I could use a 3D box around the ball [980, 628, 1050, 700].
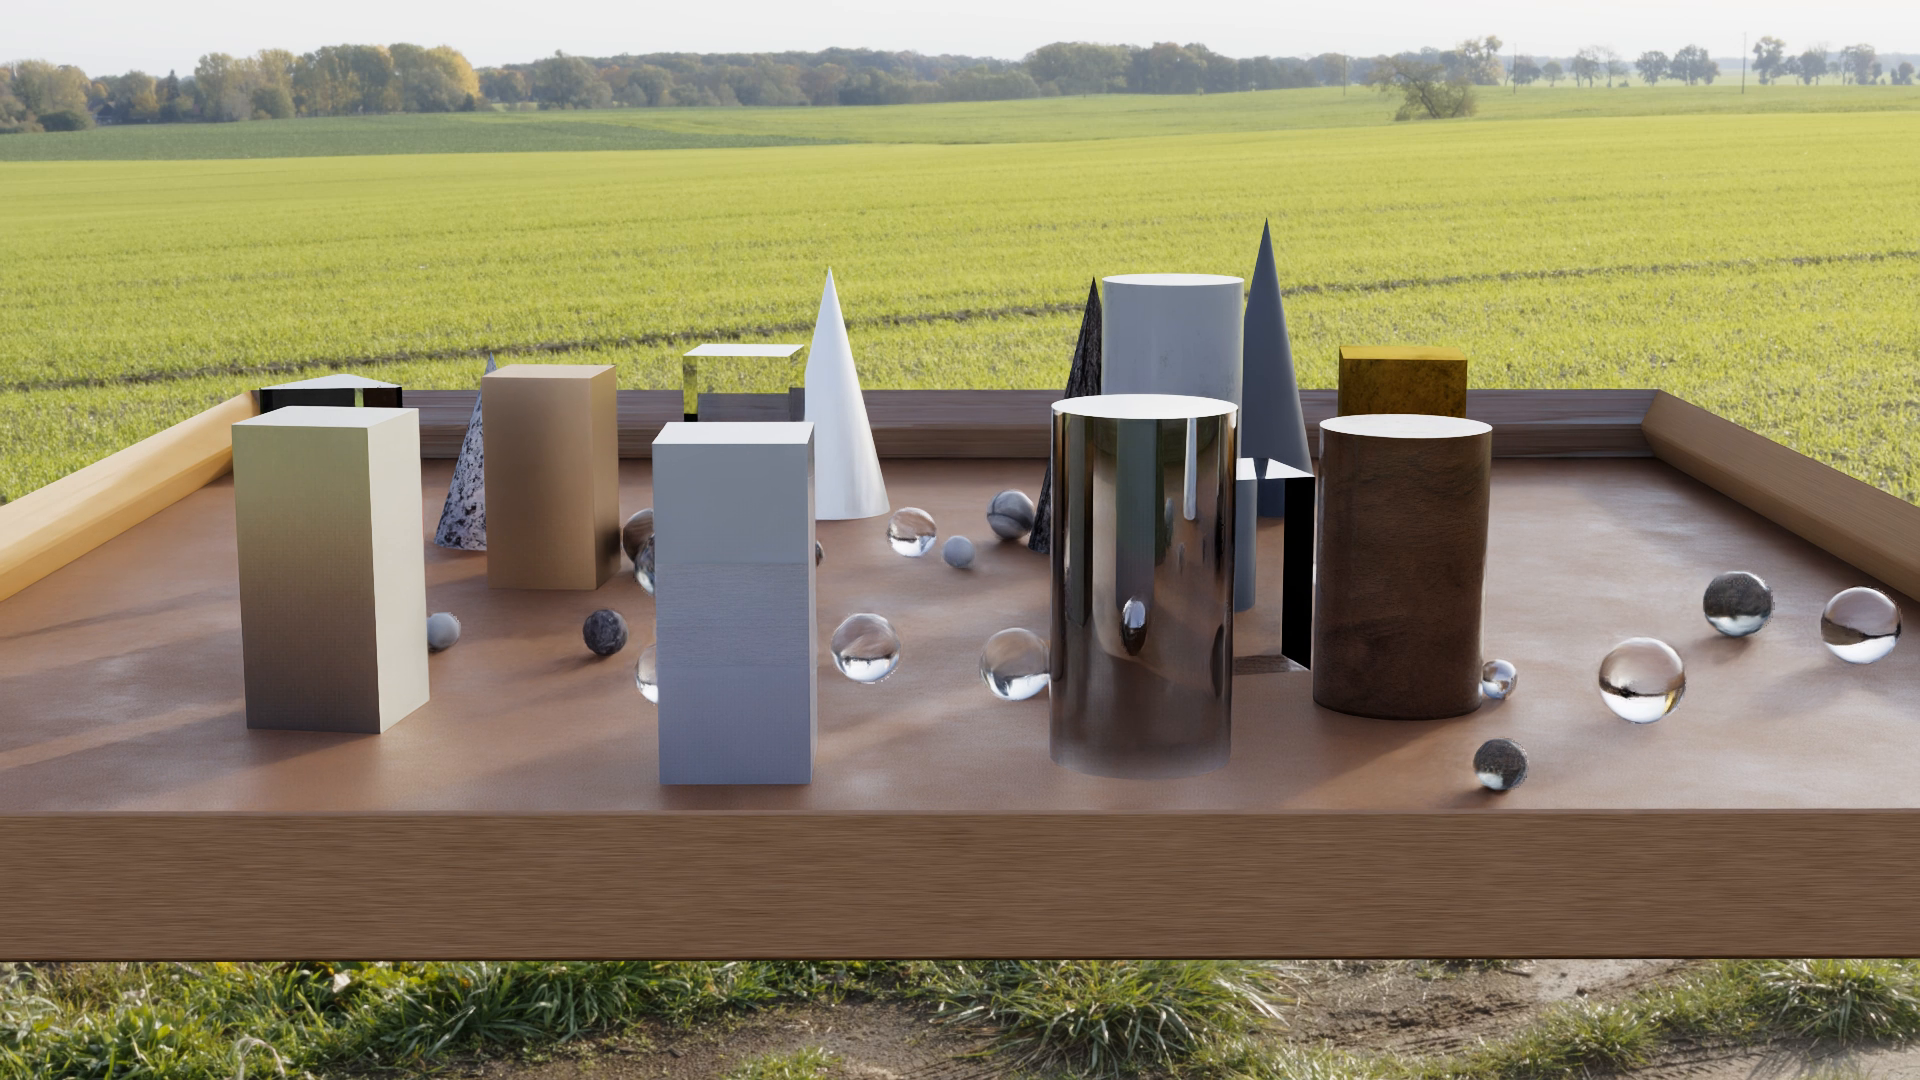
[{"bbox_3d":[0.065,0.144,2.971,0.084,0.084,0.084,0,11,0],"label":"ball"}]

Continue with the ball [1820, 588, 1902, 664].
[{"bbox_3d":[1.105,0.105,3.148,0.094,0.094,0.094,0,11,0],"label":"ball"}]

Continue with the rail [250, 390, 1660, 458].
[{"bbox_3d":[-0.008,-0.214,4.776,2.634,0.126,0.045,0,11,0],"label":"rail"}]

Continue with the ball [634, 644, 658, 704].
[{"bbox_3d":[-0.336,0.153,2.945,0.075,0.075,0.075,0,11,0],"label":"ball"}]

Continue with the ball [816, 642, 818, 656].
[{"bbox_3d":[-0.199,0.133,3.115,0.053,0.053,0.053,0,11,0],"label":"ball"}]

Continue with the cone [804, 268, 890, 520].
[{"bbox_3d":[-0.212,-0.248,4.209,0.194,0.402,0.194,0,11,0],"label":"cone"}]

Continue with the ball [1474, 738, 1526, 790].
[{"bbox_3d":[0.548,0.228,2.605,0.053,0.053,0.053,0,11,0],"label":"ball"}]

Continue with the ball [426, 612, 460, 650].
[{"bbox_3d":[-0.654,0.115,3.230,0.046,0.046,0.046,0,11,0],"label":"ball"}]

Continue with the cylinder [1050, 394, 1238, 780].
[{"bbox_3d":[0.192,0.045,2.704,0.194,0.375,0.194,0,11,0],"label":"cylinder"}]

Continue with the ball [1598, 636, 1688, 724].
[{"bbox_3d":[0.762,0.157,2.866,0.096,0.096,0.096,0,11,0],"label":"ball"}]

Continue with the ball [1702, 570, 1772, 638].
[{"bbox_3d":[0.999,0.082,3.298,0.085,0.085,0.085,0,11,0],"label":"ball"}]

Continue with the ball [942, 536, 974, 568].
[{"bbox_3d":[-0.004,0.017,3.755,0.046,0.046,0.046,0,11,0],"label":"ball"}]

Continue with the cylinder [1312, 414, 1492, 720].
[{"bbox_3d":[0.507,0.028,2.947,0.194,0.321,0.194,0,11,0],"label":"cylinder"}]

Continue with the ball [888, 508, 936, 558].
[{"bbox_3d":[-0.072,-0.011,3.829,0.075,0.075,0.075,0,11,0],"label":"ball"}]

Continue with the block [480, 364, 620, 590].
[{"bbox_3d":[-0.579,-0.092,3.648,0.155,0.299,0.155,1,11,5],"label":"block"}]

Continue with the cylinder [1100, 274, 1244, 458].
[{"bbox_3d":[0.290,-0.141,3.537,0.194,0.436,0.194,0,11,0],"label":"cylinder"}]

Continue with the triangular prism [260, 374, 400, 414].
[{"bbox_3d":[-0.780,-0.035,3.242,0.168,0.335,0.145,-1,11,-7],"label":"triangular prism"}]

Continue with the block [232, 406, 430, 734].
[{"bbox_3d":[-0.703,0.030,2.879,0.155,0.340,0.155,2,11,8],"label":"block"}]

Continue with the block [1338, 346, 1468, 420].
[{"bbox_3d":[0.572,-0.067,3.356,0.155,0.357,0.155,1,11,6],"label":"block"}]

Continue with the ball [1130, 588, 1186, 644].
[{"bbox_3d":[0.252,0.096,3.263,0.071,0.071,0.071,0,11,0],"label":"ball"}]

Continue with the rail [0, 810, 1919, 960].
[{"bbox_3d":[0.008,0.279,2.122,2.634,0.126,0.045,0,11,0],"label":"rail"}]

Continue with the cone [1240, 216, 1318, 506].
[{"bbox_3d":[0.507,-0.301,4.282,0.194,0.479,0.194,0,11,0],"label":"cone"}]

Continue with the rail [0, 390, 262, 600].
[{"bbox_3d":[-1.293,0.034,3.442,0.045,0.126,2.746,0,11,0],"label":"rail"}]

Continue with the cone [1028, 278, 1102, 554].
[{"bbox_3d":[0.201,-0.195,3.885,0.194,0.415,0.194,0,11,0],"label":"cone"}]

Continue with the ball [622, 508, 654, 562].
[{"bbox_3d":[-0.450,-0.002,3.746,0.087,0.087,0.087,0,11,0],"label":"ball"}]

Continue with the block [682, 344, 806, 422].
[{"bbox_3d":[-0.319,-0.130,3.831,0.155,0.308,0.155,1,11,5],"label":"block"}]

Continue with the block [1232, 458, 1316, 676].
[{"bbox_3d":[0.331,0.031,3.151,0.155,0.239,0.155,-3,11,-15],"label":"block"}]

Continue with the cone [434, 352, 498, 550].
[{"bbox_3d":[-0.718,-0.145,3.957,0.194,0.292,0.194,0,11,0],"label":"cone"}]

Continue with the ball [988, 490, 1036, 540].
[{"bbox_3d":[0.080,-0.039,3.975,0.076,0.076,0.076,0,11,0],"label":"ball"}]

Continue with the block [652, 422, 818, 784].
[{"bbox_3d":[-0.231,0.063,2.671,0.155,0.352,0.155,0,11,-1],"label":"block"}]

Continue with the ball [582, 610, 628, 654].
[{"bbox_3d":[-0.443,0.115,3.201,0.057,0.057,0.057,0,11,0],"label":"ball"}]

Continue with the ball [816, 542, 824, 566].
[{"bbox_3d":[-0.219,0.021,3.750,0.041,0.041,0.041,0,11,0],"label":"ball"}]

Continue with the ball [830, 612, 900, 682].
[{"bbox_3d":[-0.112,0.128,3.058,0.083,0.083,0.083,0,11,0],"label":"ball"}]

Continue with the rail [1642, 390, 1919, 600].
[{"bbox_3d":[1.293,0.031,3.456,0.045,0.126,2.746,0,11,0],"label":"rail"}]

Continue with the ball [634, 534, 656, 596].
[{"bbox_3d":[-0.402,0.034,3.536,0.093,0.093,0.093,0,11,0],"label":"ball"}]

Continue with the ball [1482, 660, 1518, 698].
[{"bbox_3d":[0.626,0.161,2.980,0.046,0.046,0.046,0,11,0],"label":"ball"}]
